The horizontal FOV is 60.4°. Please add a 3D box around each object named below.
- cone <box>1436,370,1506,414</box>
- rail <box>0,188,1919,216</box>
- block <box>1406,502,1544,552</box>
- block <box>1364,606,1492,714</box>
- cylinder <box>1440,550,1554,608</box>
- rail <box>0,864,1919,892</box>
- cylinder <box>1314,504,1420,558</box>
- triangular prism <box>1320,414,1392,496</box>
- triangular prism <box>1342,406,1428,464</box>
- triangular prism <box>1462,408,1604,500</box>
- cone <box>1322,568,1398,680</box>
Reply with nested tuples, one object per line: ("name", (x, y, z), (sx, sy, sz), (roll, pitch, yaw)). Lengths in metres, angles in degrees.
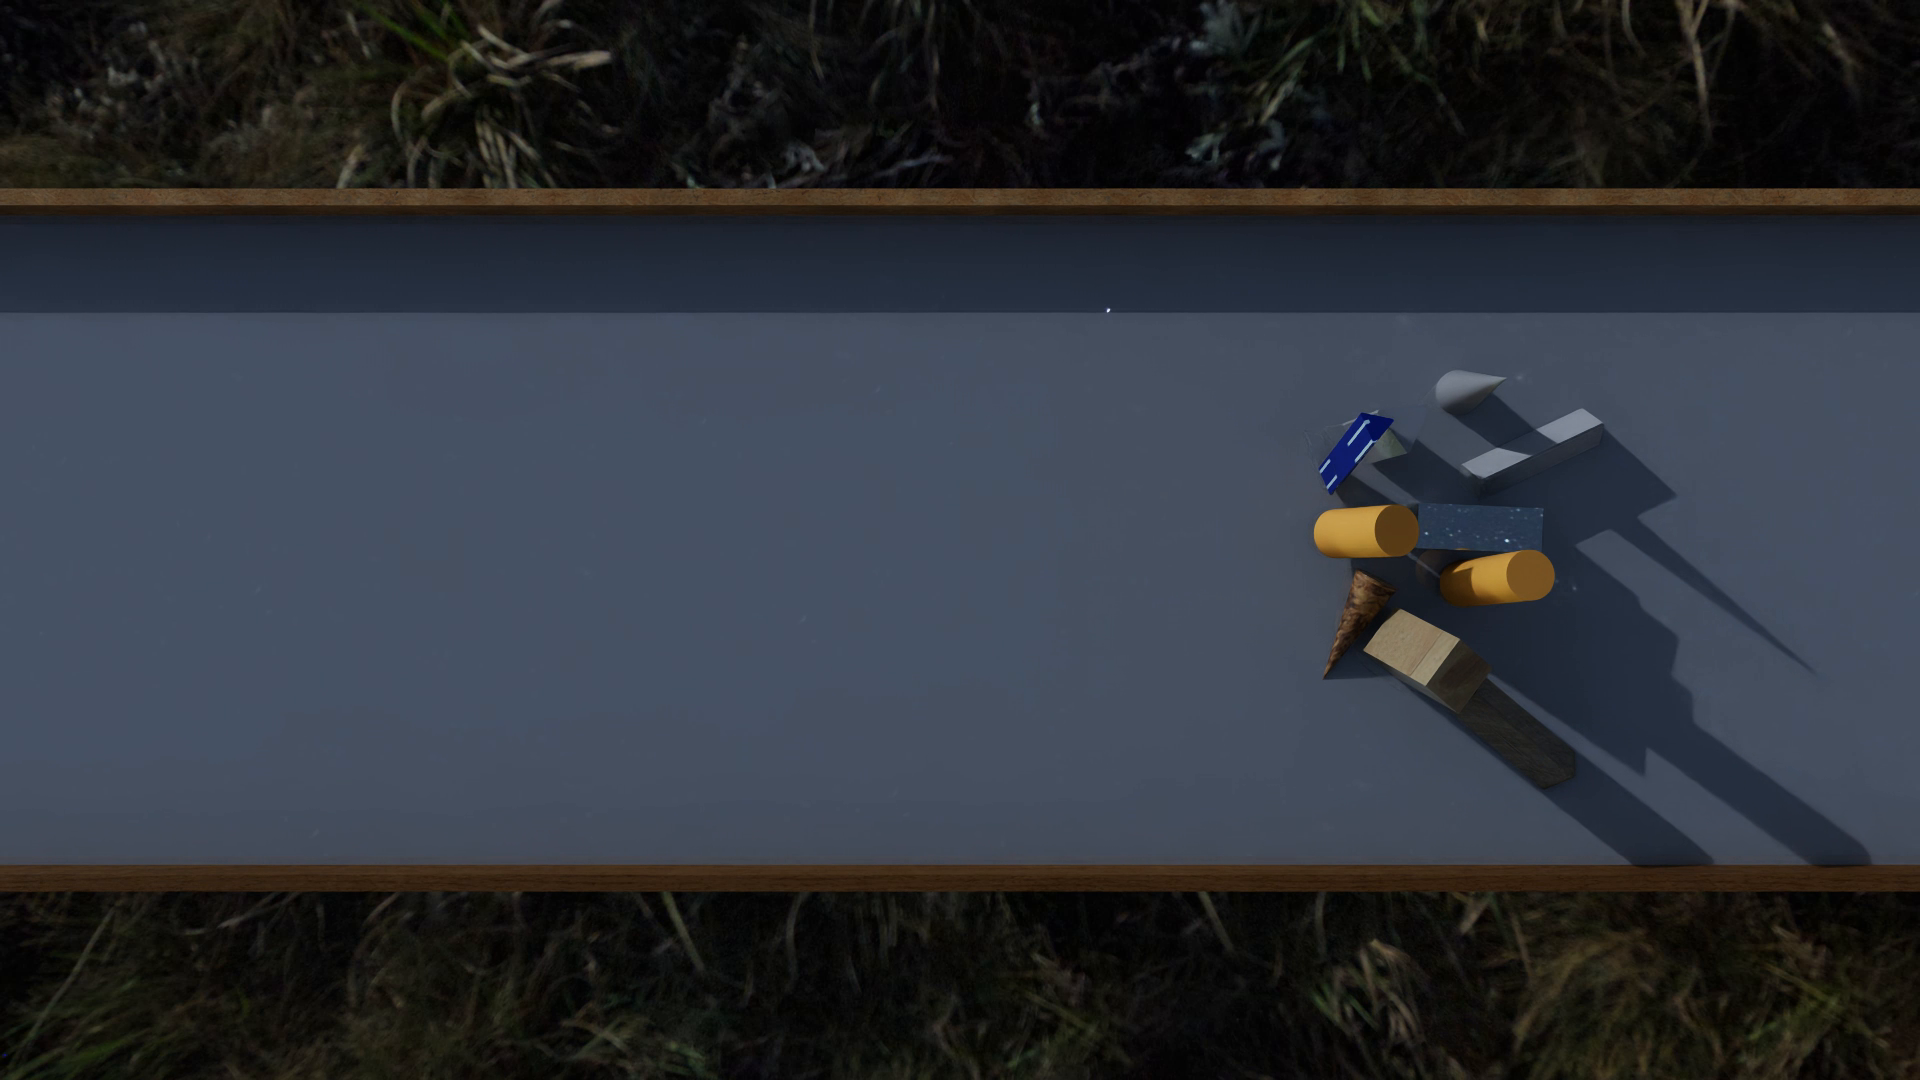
("cone", (1.534, -0.454, 4.849), (0.139, 0.455, 0.139), (0, 90, 0))
("rail", (-2.247, -1.025, 5.002), (12.000, 0.150, 0.050), (0, 90, 0))
("block", (1.558, -0.036, 5.009), (0.374, 0.136, 0.136), (2, 90, 0))
("block", (1.387, 0.354, 4.902), (0.167, 0.306, 0.167), (37, 90, -27))
("cylinder", (1.571, 0.117, 4.845), (0.144, 0.447, 0.144), (1, 85, -7))
("rail", (-2.247, 1.025, 5.001), (12.000, 0.150, 0.050), (0, 90, 0))
("cylinder", (1.204, -0.023, 4.898), (0.151, 0.325, 0.151), (1, 88, -19))
("triangular prism", (1.152, -0.265, 4.870), (0.082, 0.422, 0.095), (40, 73, 9))
("triangular prism", (1.282, -0.340, 4.902), (0.130, 0.341, 0.150), (-36, 90, -5))
("triangular prism", (1.754, -0.264, 5.021), (0.408, 0.105, 0.121), (-25, 90, 0))
("cone", (1.191, 0.275, 5.043), (0.138, 0.138, 0.357), (26, 101, 0))
